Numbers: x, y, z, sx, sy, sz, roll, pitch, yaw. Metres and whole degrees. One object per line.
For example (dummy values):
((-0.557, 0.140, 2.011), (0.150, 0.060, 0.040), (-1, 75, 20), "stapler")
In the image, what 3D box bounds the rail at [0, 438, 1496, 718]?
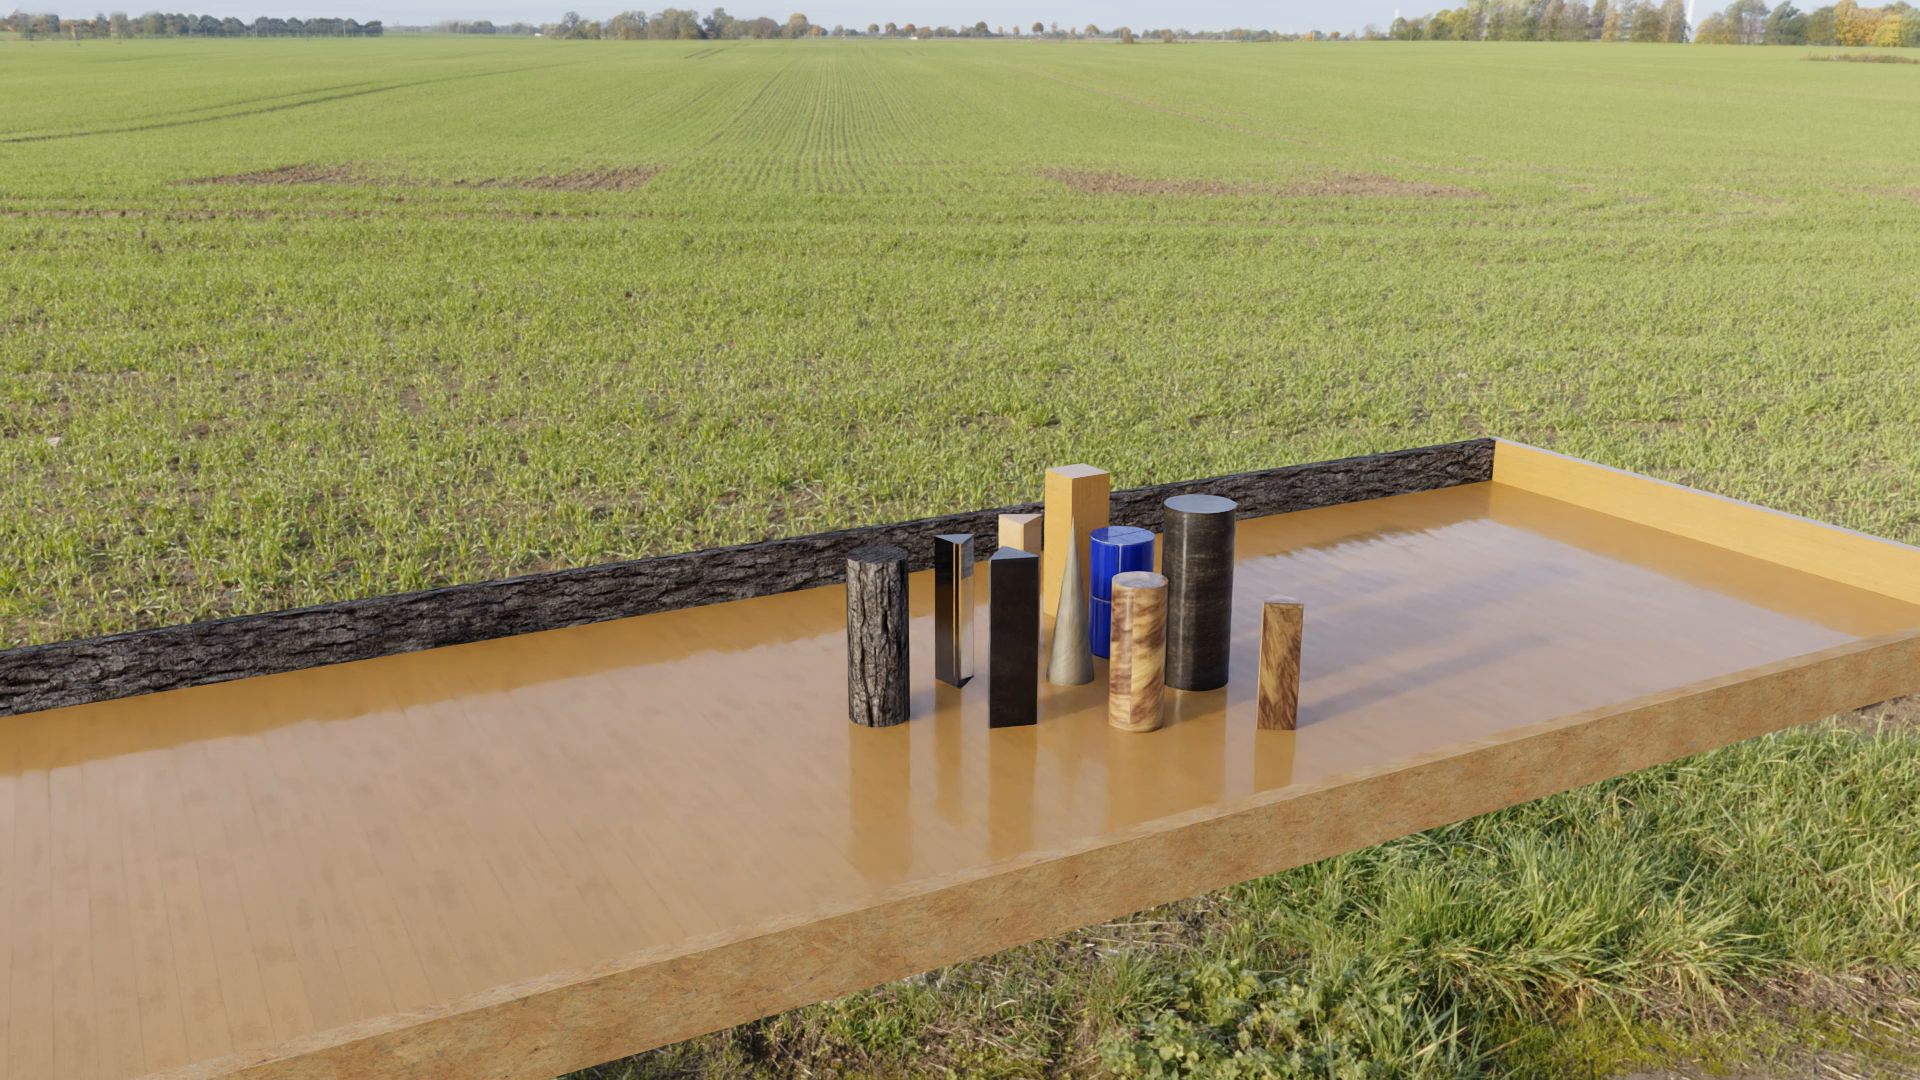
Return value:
((-3.305, 0.497, 3.399), (12.000, 0.150, 0.050), (-9, 18, -27), "rail")

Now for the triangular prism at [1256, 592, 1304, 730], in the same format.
((0.741, 0.282, 3.844), (0.091, 0.312, 0.079), (1, 16, 5), "triangular prism")

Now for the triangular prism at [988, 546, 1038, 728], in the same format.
((0.112, 0.225, 3.858), (0.116, 0.413, 0.101), (-4, 17, -12), "triangular prism")

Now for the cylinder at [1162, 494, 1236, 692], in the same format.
((0.588, 0.130, 4.101), (0.177, 0.457, 0.177), (0, 16, 0), "cylinder")

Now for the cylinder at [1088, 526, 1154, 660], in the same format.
((0.422, 0.138, 4.324), (0.167, 0.316, 0.167), (0, 16, 0), "cylinder")

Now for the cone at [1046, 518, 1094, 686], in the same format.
((0.279, 0.143, 4.113), (0.123, 0.425, 0.123), (0, 16, 0), "cone")

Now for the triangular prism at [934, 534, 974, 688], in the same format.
((0.001, 0.172, 4.108), (0.084, 0.374, 0.097), (-13, 21, -38), "triangular prism")

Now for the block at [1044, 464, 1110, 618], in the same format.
((0.323, 0.008, 4.590), (0.127, 0.415, 0.127), (-10, 19, -30), "block")

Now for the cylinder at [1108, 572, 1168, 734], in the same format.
((0.414, 0.261, 3.839), (0.130, 0.354, 0.130), (0, 16, 0), "cylinder")

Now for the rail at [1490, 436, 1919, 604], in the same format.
((2.466, -0.048, 5.253), (0.050, 0.150, 2.100), (-9, 18, -27), "rail")

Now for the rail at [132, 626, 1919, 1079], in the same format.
((-2.336, 1.006, 1.665), (12.000, 0.150, 0.050), (-9, 18, -27), "rail")

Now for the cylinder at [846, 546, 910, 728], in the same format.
((-0.192, 0.226, 3.875), (0.145, 0.401, 0.145), (0, 16, 0), "cylinder")

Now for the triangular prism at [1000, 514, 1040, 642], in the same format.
((0.172, 0.110, 4.351), (0.094, 0.355, 0.109), (-10, 19, -30), "triangular prism")
